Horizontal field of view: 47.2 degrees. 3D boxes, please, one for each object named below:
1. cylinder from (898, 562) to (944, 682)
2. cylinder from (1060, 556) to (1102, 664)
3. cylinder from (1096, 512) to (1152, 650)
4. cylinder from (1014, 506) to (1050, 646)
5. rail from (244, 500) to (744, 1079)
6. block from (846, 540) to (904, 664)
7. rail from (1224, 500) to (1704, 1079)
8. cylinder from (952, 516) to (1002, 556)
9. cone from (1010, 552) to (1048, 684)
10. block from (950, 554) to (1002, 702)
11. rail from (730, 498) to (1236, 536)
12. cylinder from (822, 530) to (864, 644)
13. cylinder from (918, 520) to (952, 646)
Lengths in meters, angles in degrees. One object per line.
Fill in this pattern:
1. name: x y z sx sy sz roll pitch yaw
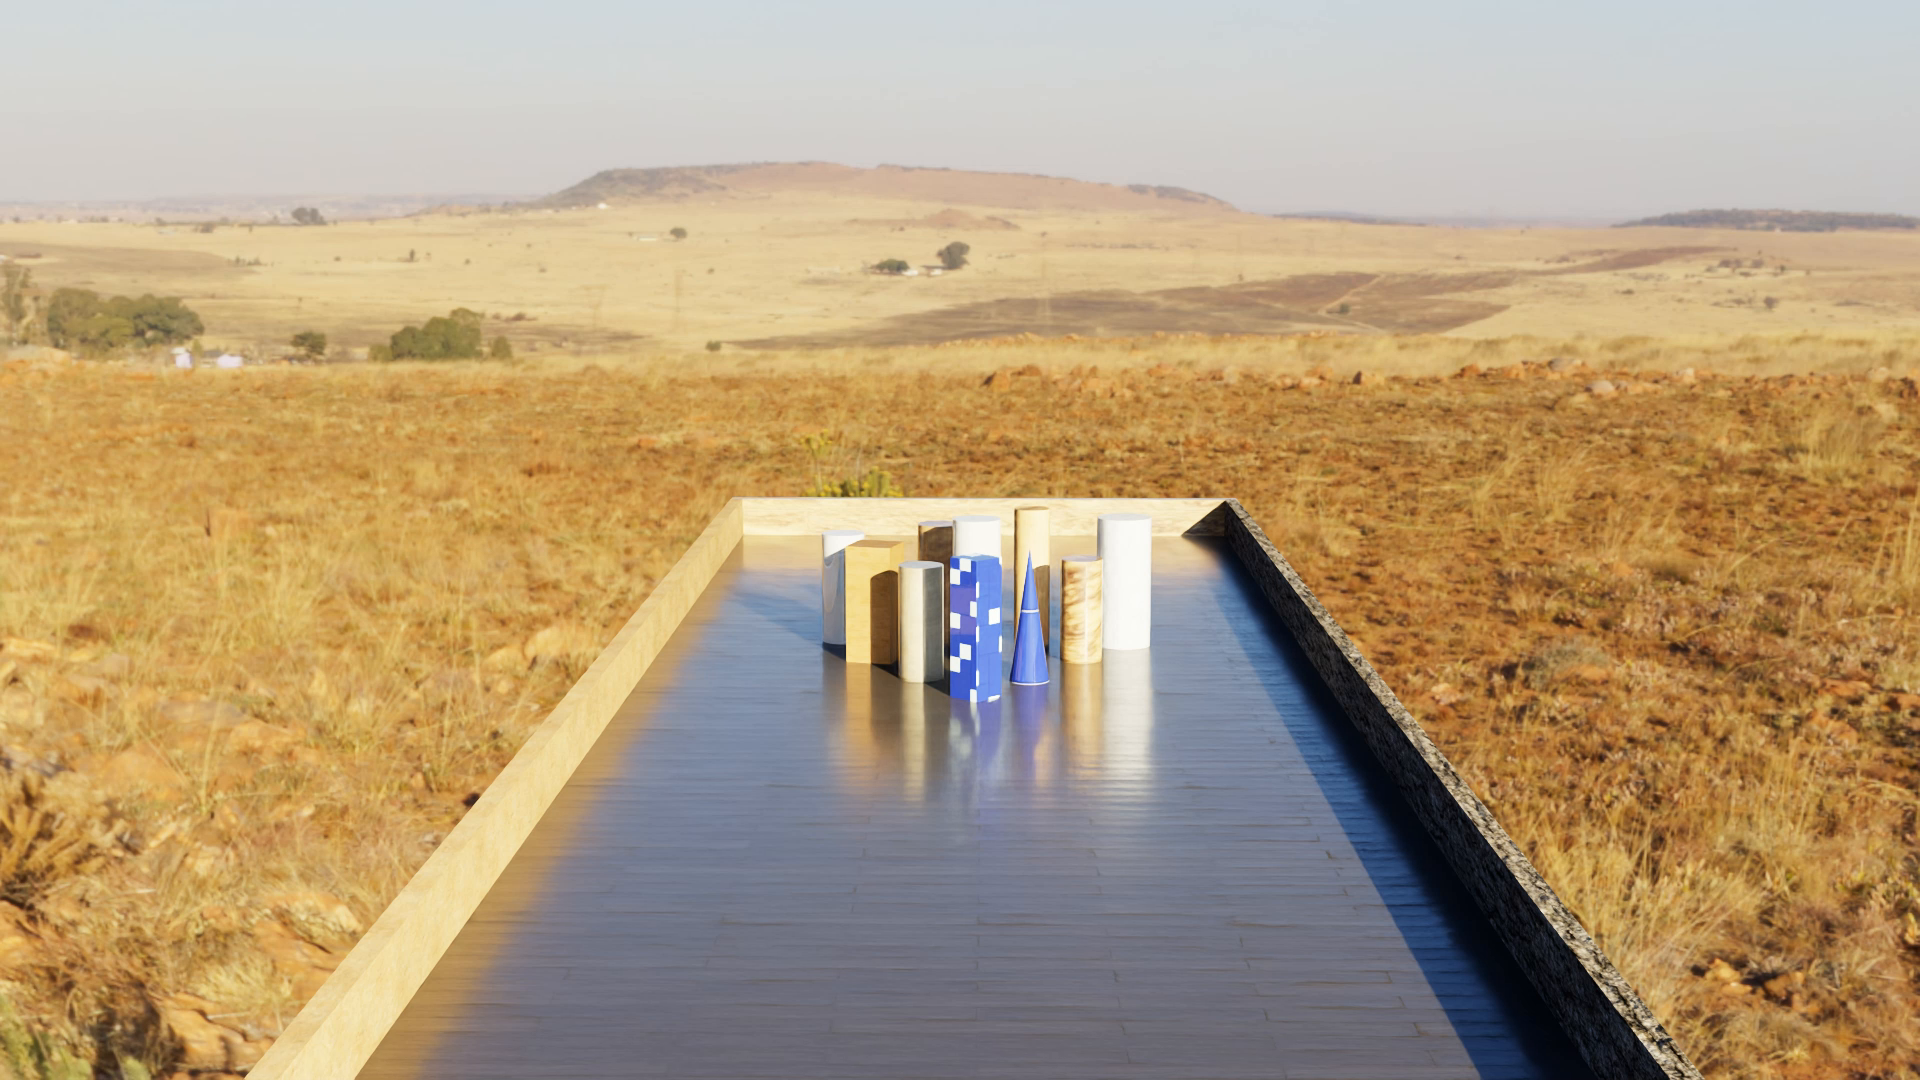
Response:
1. cylinder: -0.114 0.238 6.439 0.133 0.335 0.133 0 9 0
2. cylinder: 0.369 0.210 6.687 0.128 0.312 0.128 0 9 0
3. cylinder: 0.514 0.128 6.906 0.170 0.406 0.170 0 9 0
4. cylinder: 0.226 0.113 6.918 0.112 0.431 0.112 0 9 0
5. rail: -1.004 0.839 3.234 0.050 0.150 12.000 0 9 1
6. block: -0.258 0.187 6.696 0.140 0.355 0.140 3 9 16
7. rail: 1.046 0.843 3.208 0.050 0.150 12.000 0 9 1
8. cylinder: 0.050 0.150 6.677 0.148 0.434 0.148 0 9 0
9. cone: 0.202 0.216 6.392 0.117 0.393 0.117 0 9 0
10. block: 0.045 0.245 6.185 0.102 0.400 0.102 9 12 44
11. rail: 0.099 -0.098 9.147 2.100 0.150 0.050 0 9 1
12. cylinder: -0.369 0.148 6.972 0.136 0.345 0.136 0 9 0
13. cylinder: -0.068 0.135 6.947 0.132 0.378 0.132 0 9 0
